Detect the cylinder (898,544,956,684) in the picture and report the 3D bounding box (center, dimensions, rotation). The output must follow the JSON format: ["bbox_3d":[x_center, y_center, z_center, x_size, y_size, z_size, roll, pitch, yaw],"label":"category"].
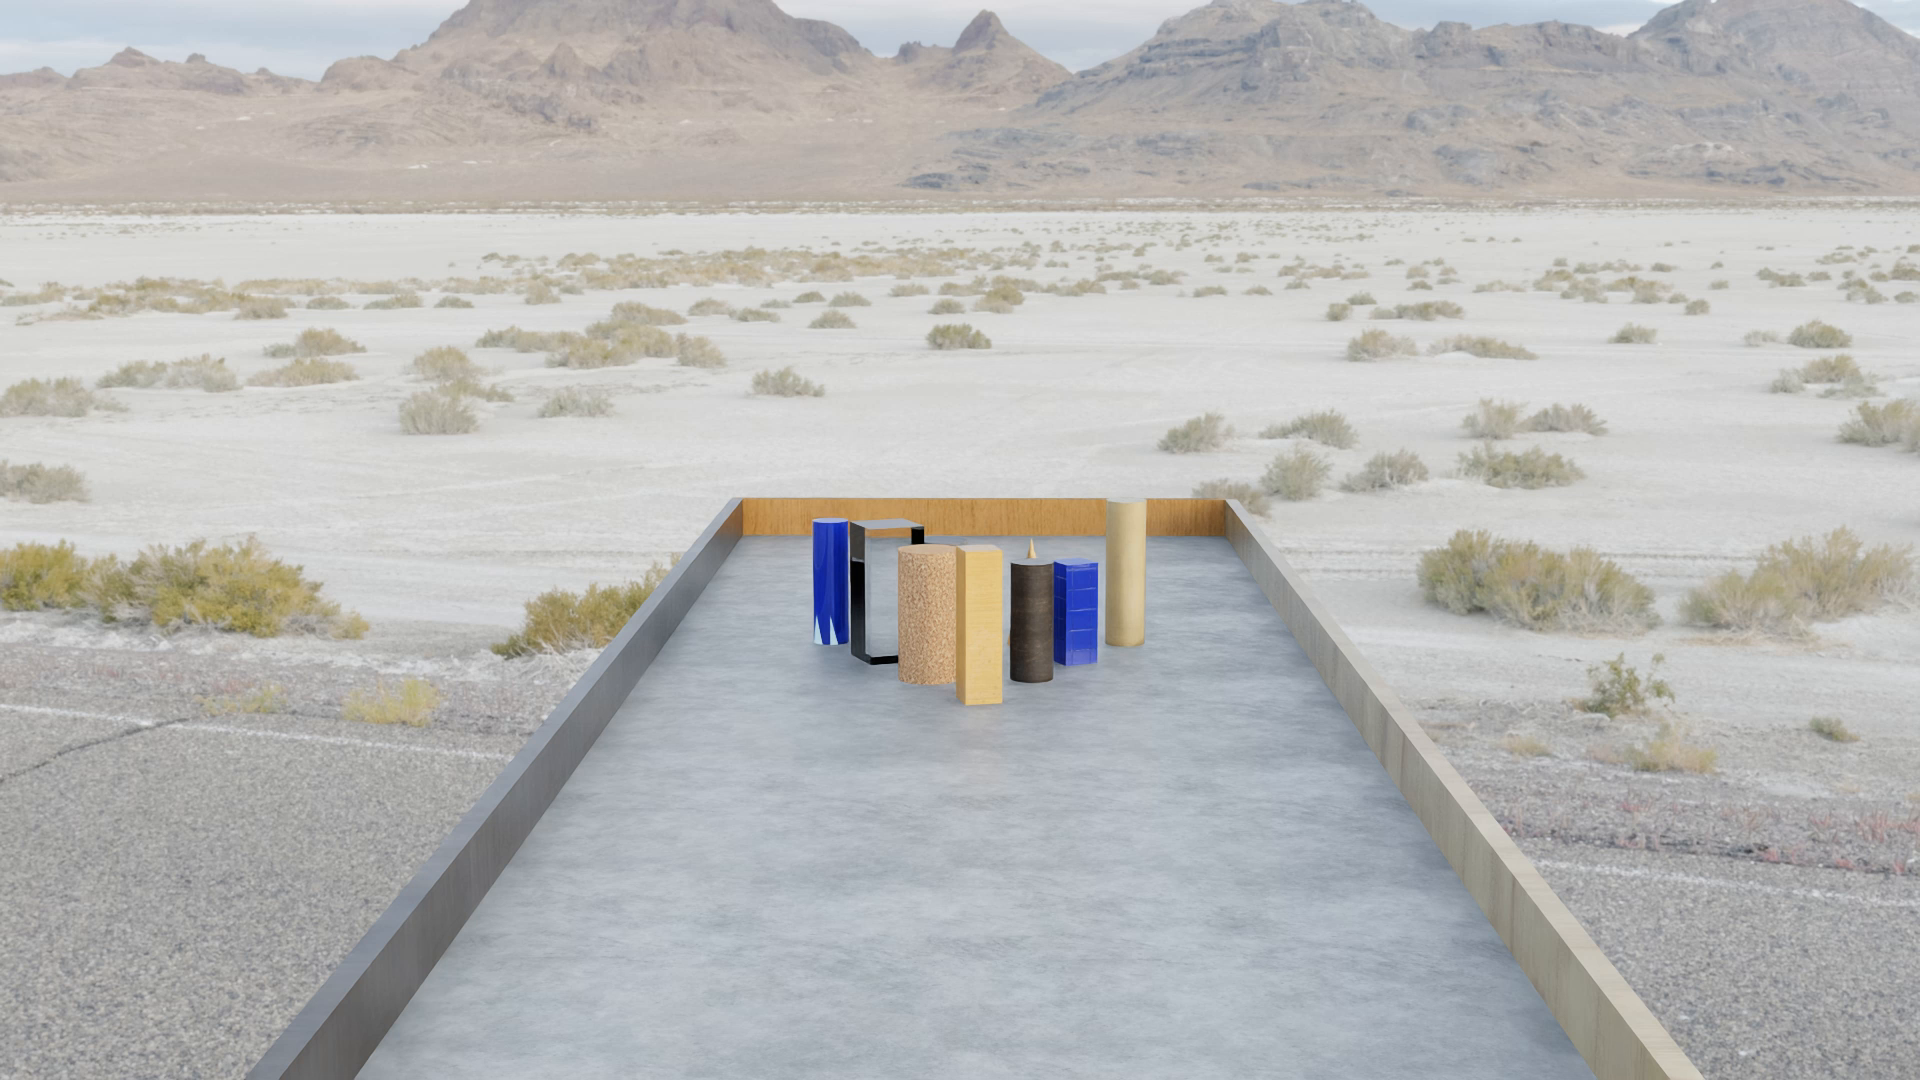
[{"bbox_3d":[-0.091,0.216,6.421,0.178,0.384,0.178,0,9,0],"label":"cylinder"}]

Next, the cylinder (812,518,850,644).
[{"bbox_3d":[-0.408,0.130,6.950,0.113,0.389,0.113,0,9,0],"label":"cylinder"}]

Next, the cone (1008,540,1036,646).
[{"bbox_3d":[0.224,0.160,6.914,0.151,0.340,0.151,0,9,0],"label":"cone"}]

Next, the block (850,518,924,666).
[{"bbox_3d":[-0.222,0.155,6.707,0.175,0.414,0.175,-4,10,-23],"label":"block"}]

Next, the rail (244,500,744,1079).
[{"bbox_3d":[-1.004,0.839,3.234,0.050,0.150,12.000,0,9,1],"label":"rail"}]

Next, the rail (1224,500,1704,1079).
[{"bbox_3d":[1.046,0.843,3.208,0.050,0.150,12.000,0,9,1],"label":"rail"}]

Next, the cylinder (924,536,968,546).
[{"bbox_3d":[-0.054,0.163,6.918,0.154,0.332,0.154,0,9,0],"label":"cylinder"}]

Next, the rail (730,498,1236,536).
[{"bbox_3d":[0.099,-0.098,9.147,2.100,0.150,0.050,0,9,1],"label":"rail"}]

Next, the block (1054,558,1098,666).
[{"bbox_3d":[0.344,0.216,6.663,0.108,0.307,0.108,-4,10,-25],"label":"block"}]

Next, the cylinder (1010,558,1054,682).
[{"bbox_3d":[0.211,0.234,6.424,0.127,0.347,0.127,0,9,0],"label":"cylinder"}]

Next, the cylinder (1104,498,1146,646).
[{"bbox_3d":[0.521,0.100,6.922,0.126,0.457,0.126,0,9,0],"label":"cylinder"}]

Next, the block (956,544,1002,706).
[{"bbox_3d":[0.053,0.236,6.141,0.106,0.432,0.106,-2,9,-15],"label":"block"}]
